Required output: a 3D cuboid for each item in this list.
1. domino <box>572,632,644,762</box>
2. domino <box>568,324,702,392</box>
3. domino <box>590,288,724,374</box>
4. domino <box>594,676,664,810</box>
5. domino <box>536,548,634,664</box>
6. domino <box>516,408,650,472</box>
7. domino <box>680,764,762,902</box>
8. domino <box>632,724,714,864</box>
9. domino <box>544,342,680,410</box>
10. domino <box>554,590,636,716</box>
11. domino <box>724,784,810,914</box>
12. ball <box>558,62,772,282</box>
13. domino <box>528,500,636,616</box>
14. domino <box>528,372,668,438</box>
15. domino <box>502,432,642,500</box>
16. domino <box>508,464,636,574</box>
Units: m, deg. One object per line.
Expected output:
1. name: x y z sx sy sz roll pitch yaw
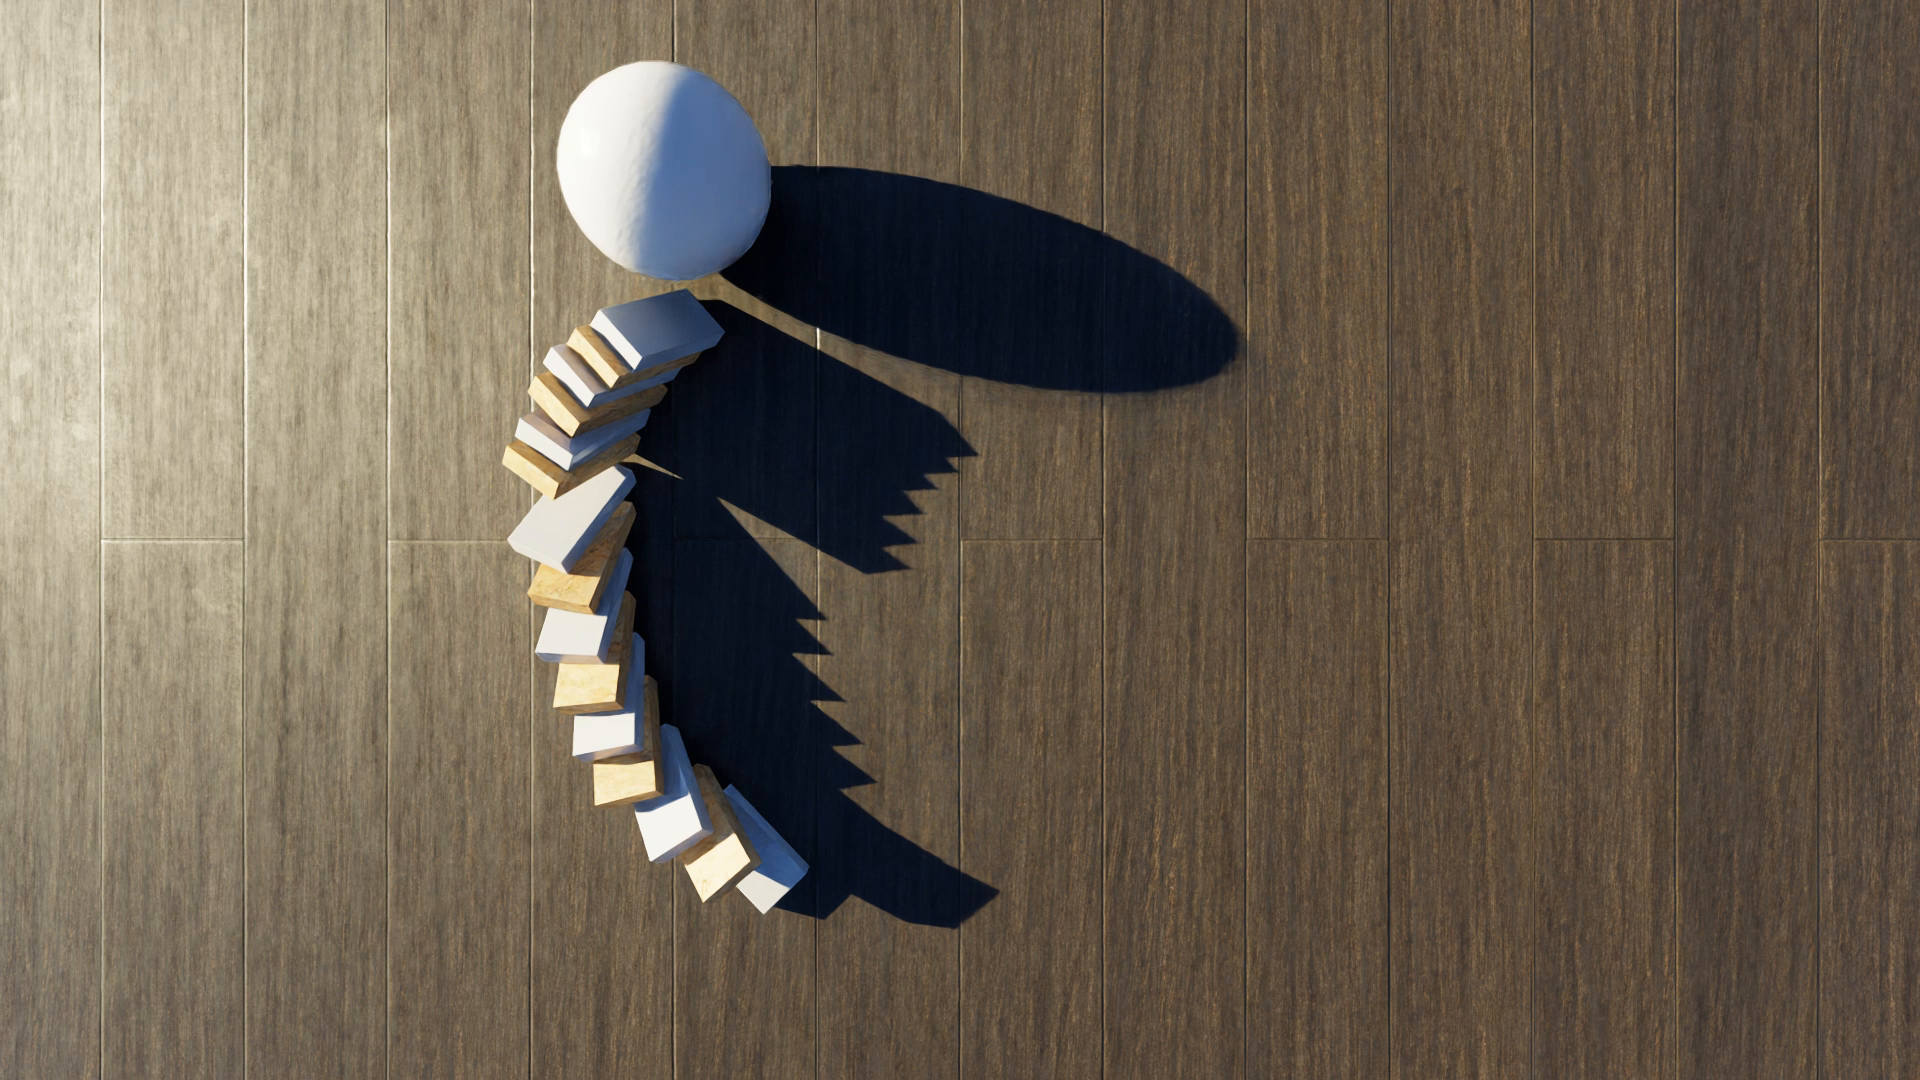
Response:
1. domino: -0.146 0.065 0.383 0.025 0.009 0.050 -11 60 0
2. domino: -0.132 -0.080 0.377 0.025 0.050 0.010 48 126 0
3. domino: -0.123 -0.087 0.377 0.025 0.050 0.010 48 126 0
4. domino: -0.140 0.084 0.384 0.025 0.009 0.050 -14 63 0
5. domino: -0.156 0.026 0.383 0.025 0.010 0.050 3 60 1
6. domino: -0.154 -0.048 0.377 0.025 0.050 0.009 35 125 0
7. domino: -0.105 0.121 0.381 0.025 0.010 0.050 -42 60 1
8. domino: -0.123 0.105 0.383 0.025 0.010 0.050 -33 61 3
9. domino: -0.141 -0.072 0.377 0.025 0.050 0.009 49 126 0
10. domino: -0.152 0.047 0.383 0.025 0.010 0.050 -6 59 1
11. domino: -0.092 0.133 0.395 0.025 0.009 0.050 -44 90 0
12. ball: -0.115 -0.143 0.360 0.080 0.080 0.080 0 90 0
13. domino: -0.157 0.005 0.383 0.025 0.009 0.050 11 60 0
14. domino: -0.148 -0.061 0.377 0.025 0.050 0.010 47 126 0
15. domino: -0.158 -0.037 0.377 0.025 0.050 0.009 36 125 1
16. domino: -0.161 -0.013 0.382 0.025 0.009 0.050 22 60 7
